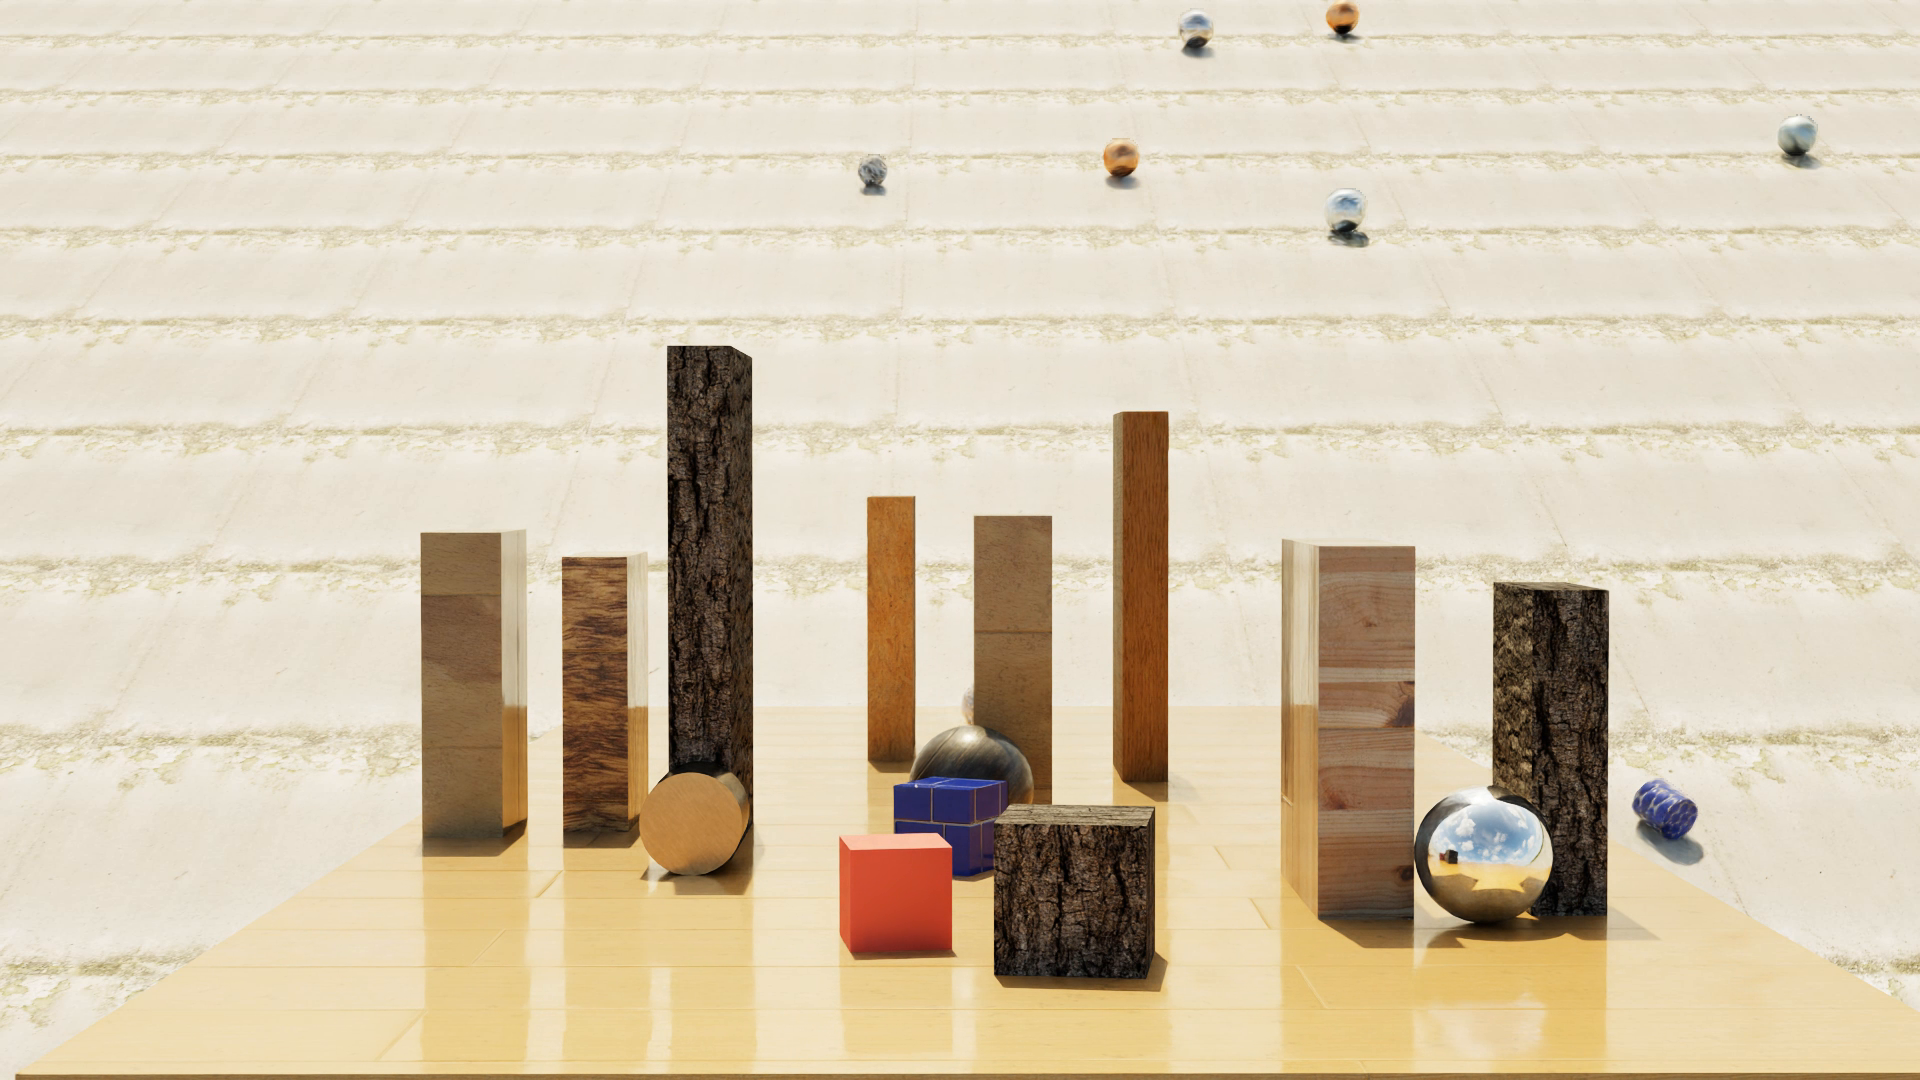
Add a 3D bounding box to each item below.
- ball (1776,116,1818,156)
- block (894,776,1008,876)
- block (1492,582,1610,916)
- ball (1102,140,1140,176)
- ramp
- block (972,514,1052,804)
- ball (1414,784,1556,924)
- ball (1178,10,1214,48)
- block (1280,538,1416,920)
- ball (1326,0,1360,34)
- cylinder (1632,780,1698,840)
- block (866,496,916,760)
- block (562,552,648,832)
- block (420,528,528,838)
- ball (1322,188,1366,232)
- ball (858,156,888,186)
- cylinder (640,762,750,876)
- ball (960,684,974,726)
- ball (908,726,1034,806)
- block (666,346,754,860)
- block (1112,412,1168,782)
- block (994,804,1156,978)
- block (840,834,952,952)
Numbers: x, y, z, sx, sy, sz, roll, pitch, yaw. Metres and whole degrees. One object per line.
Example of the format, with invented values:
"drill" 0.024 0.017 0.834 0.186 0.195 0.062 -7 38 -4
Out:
"ball" 3.600 -1.738 11.095 0.165 0.165 0.165 0 26 0
"block" -0.014 0.431 3.892 0.128 0.128 0.128 1 2 27
"block" 0.819 0.283 3.590 0.103 0.438 0.254 0 2 0
"ball" 0.676 -1.603 10.824 0.156 0.156 0.156 0 26 0
"ramp" 0.058 0.527 4.564 2.000 0.100 4.000 0 2 0
"block" 0.085 0.221 4.274 0.126 0.527 0.243 0 2 0
"ball" 0.694 0.415 3.413 0.183 0.183 0.183 0 26 0
"ball" 1.164 -2.520 12.710 0.182 0.182 0.182 0 26 0
"block" 0.541 0.252 3.631 0.129 0.498 0.393 0 2 0
"ball" 1.923 -2.631 12.956 0.169 0.169 0.169 0 26 0
"cylinder" 1.690 0.645 6.185 0.107 0.107 0.107 -12 26 -24
"block" -0.145 0.179 5.526 0.094 0.544 0.391 0 2 0
"block" -0.606 0.252 4.419 0.109 0.457 0.284 0 2 0
"block" -0.813 0.234 4.331 0.132 0.499 0.247 0 2 0
"ball" 1.517 -1.300 10.176 0.170 0.170 0.170 0 26 0
"ball" -0.362 -1.534 10.718 0.123 0.123 0.123 0 26 0
"cylinder" -0.400 0.418 3.894 0.153 0.153 0.153 0 2 -1
"ball" 0.066 0.378 5.860 0.129 0.129 0.129 0 26 0
"ball" 0.018 0.391 4.058 0.199 0.199 0.199 0 26 0
"block" -0.401 0.091 4.179 0.097 0.791 0.434 0 2 0
"block" 0.357 0.105 5.111 0.088 0.713 0.310 0 2 0
"block" 0.142 0.424 3.138 0.181 0.181 0.181 0 2 8
"block" -0.083 0.447 3.280 0.128 0.128 0.128 0 2 -9
